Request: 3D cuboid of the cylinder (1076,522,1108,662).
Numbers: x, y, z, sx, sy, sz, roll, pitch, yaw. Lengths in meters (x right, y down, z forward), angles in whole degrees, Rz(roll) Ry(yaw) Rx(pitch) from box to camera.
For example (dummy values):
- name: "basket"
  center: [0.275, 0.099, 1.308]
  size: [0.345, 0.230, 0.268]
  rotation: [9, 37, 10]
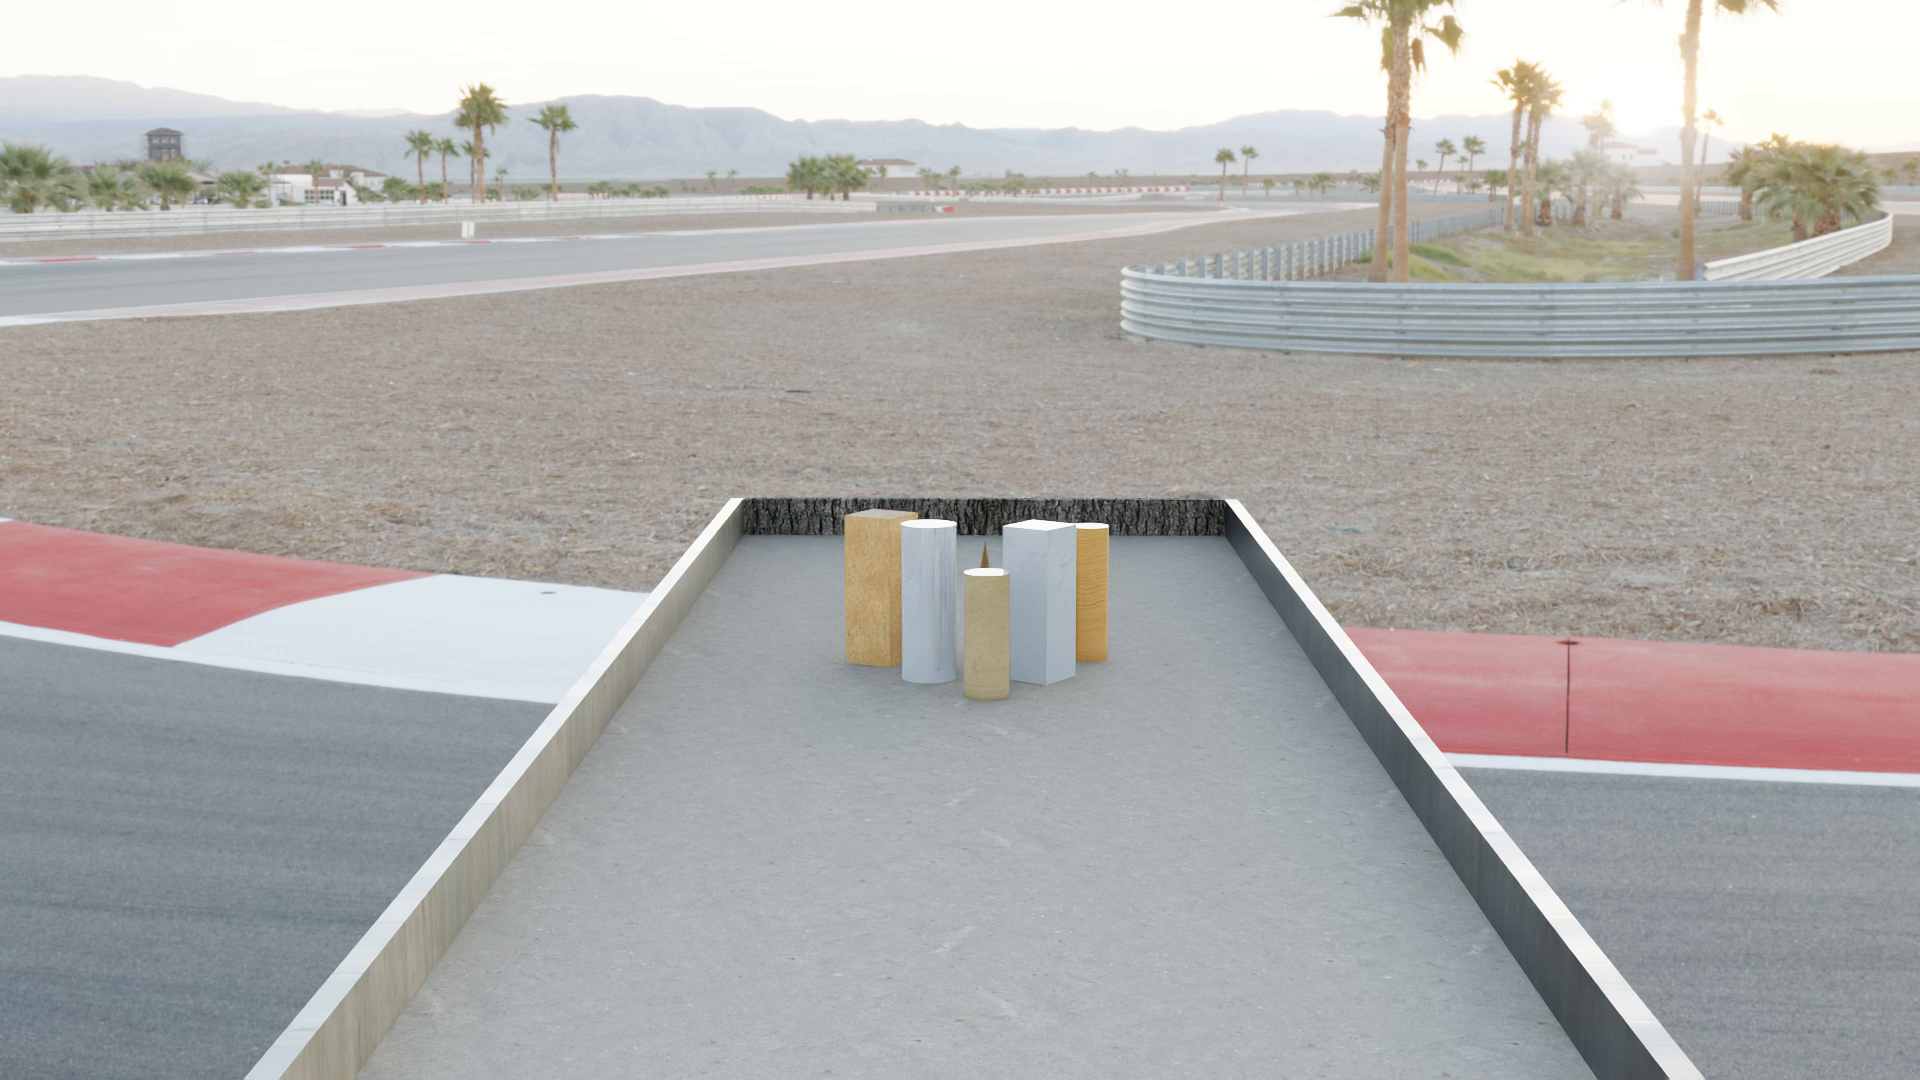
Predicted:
- name: "cylinder"
  center: [0.394, 0.159, 6.699]
  size: [0.116, 0.409, 0.116]
  rotation: [0, 9, 0]

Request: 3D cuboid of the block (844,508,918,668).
- name: "block"
  center: [-0.237, 0.144, 6.666]
  size: [0.160, 0.450, 0.160]
  rotation: [5, 10, 30]

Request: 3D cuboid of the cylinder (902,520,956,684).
- name: "cylinder"
  center: [-0.090, 0.178, 6.427]
  size: [0.161, 0.457, 0.161]
  rotation: [0, 9, 0]

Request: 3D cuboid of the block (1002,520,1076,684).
- name: "block"
  center: [0.232, 0.180, 6.431]
  size: [0.154, 0.452, 0.154]
  rotation: [6, 11, 35]

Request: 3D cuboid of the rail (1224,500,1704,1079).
- name: "rail"
  center: [1.046, 0.843, 3.208]
  size: [0.050, 0.150, 12.000]
  rotation: [0, 9, 1]

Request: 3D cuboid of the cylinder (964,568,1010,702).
- name: "cylinder"
  center: [0.076, 0.266, 6.194]
  size: [0.130, 0.356, 0.130]
  rotation: [0, 9, 0]

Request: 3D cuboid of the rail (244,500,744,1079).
- name: "rail"
  center: [-1.004, 0.839, 3.234]
  size: [0.050, 0.150, 12.000]
  rotation: [0, 9, 1]

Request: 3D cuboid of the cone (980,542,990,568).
- name: "cone"
  center: [0.076, 0.183, 6.682]
  size: [0.124, 0.367, 0.124]
  rotation: [0, 9, 0]

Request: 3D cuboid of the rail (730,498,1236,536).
- name: "rail"
  center: [0.099, -0.098, 9.147]
  size: [2.100, 0.150, 0.050]
  rotation: [0, 9, 1]
